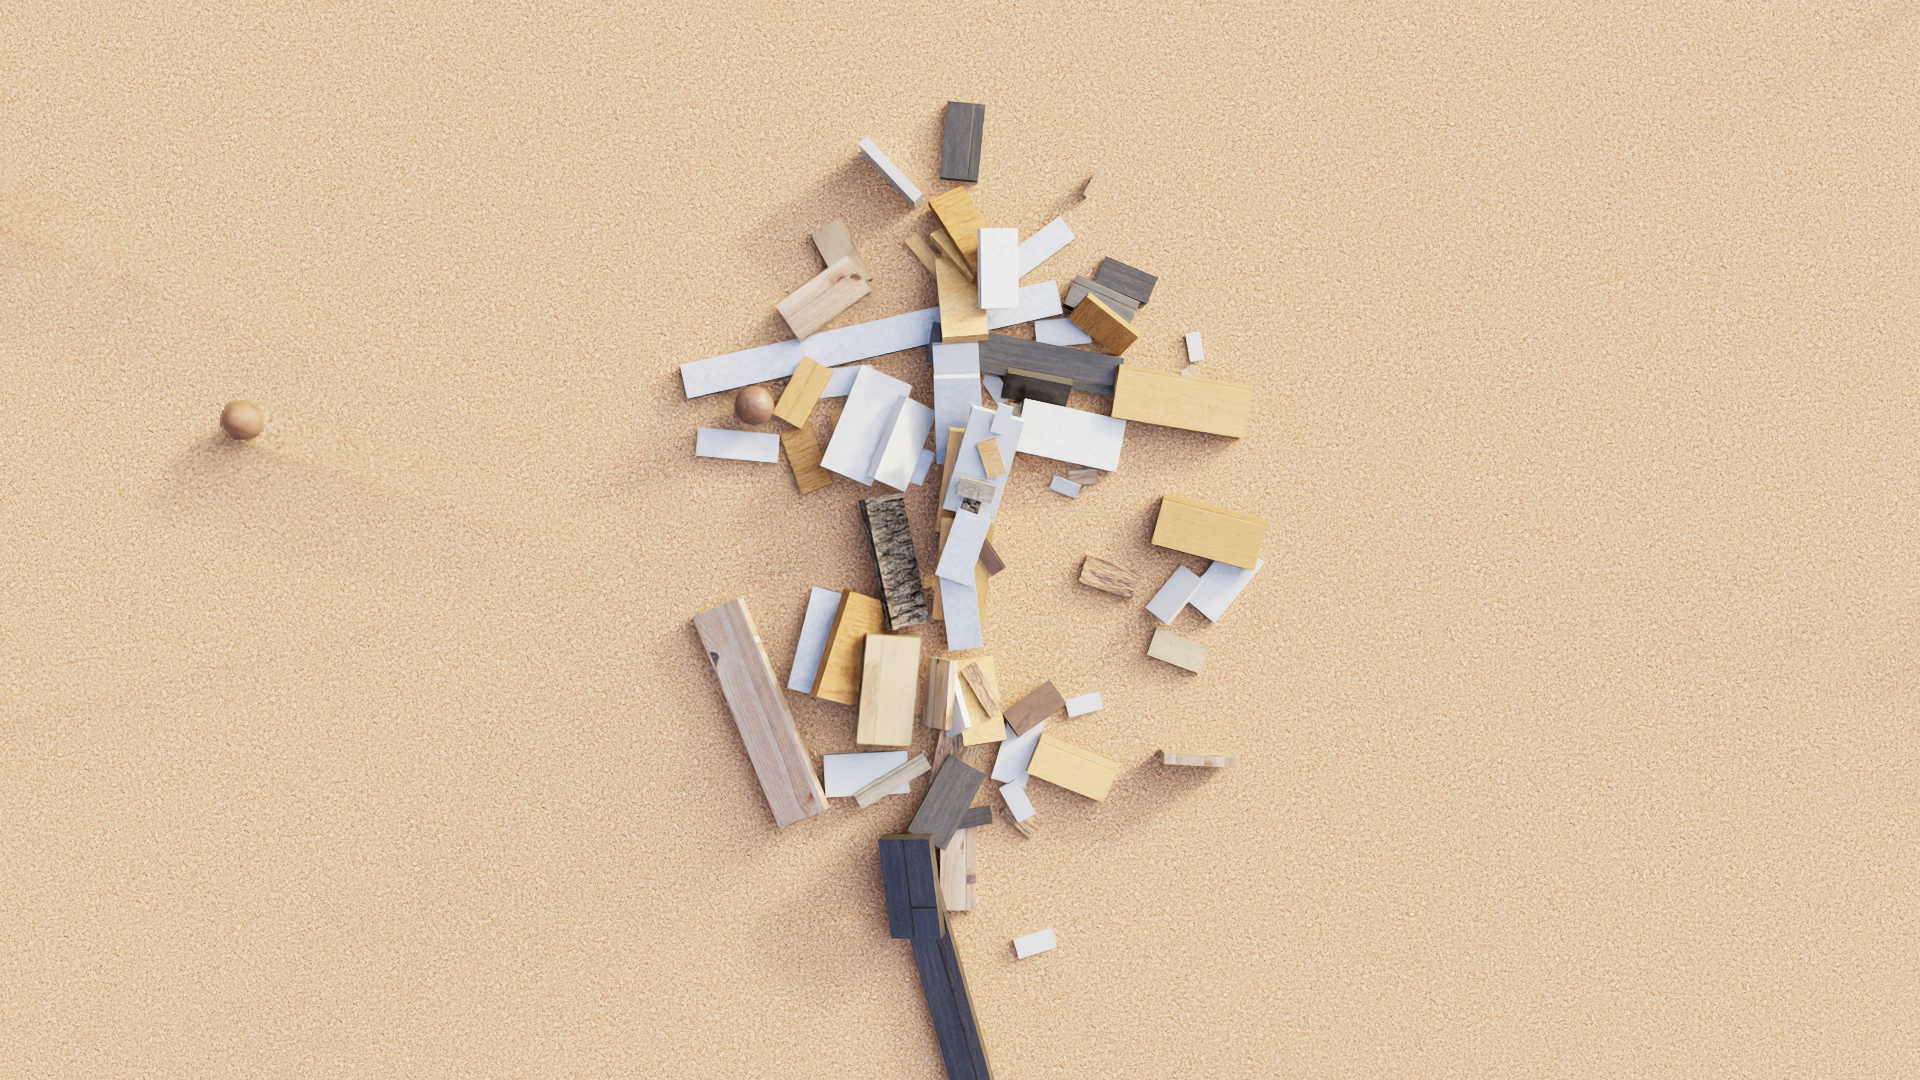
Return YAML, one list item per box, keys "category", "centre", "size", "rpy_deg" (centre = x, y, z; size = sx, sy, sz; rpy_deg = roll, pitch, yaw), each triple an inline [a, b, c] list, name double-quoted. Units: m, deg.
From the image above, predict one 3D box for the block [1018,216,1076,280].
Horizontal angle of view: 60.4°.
- category: "block"
  centre: [0.233, -0.949, 5.487]
  size: [0.307, 0.026, 0.090]
  rpy_deg: [-36, 90, 0]

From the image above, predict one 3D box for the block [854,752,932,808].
- category: "block"
  centre: [-0.223, 0.796, 5.452]
  size: [0.267, 0.017, 0.059]
  rpy_deg: [-31, 90, 0]

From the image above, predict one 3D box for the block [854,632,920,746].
- category: "block"
  centre: [-0.238, 0.491, 5.419]
  size: [0.180, 0.051, 0.359]
  rpy_deg: [5, 94, -14]

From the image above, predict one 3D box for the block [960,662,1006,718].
- category: "block"
  centre: [0.074, 0.493, 5.426]
  size: [0.057, 0.016, 0.187]
  rpy_deg: [-31, 81, -9]

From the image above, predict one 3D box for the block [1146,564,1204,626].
- category: "block"
  centre: [0.712, 0.182, 5.465]
  size: [0.094, 0.027, 0.187]
  rpy_deg: [40, 90, 30]

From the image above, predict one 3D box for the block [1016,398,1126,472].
- category: "block"
  centre: [0.362, -0.345, 5.454]
  size: [0.347, 0.049, 0.174]
  rpy_deg: [12, 90, -7]

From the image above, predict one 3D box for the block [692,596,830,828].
- category: "block"
  centre: [-0.659, 0.569, 5.456]
  size: [0.173, 0.049, 0.754]
  rpy_deg: [-22, 90, 13]

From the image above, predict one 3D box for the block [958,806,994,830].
- category: "block"
  centre: [0.046, 0.918, 5.458]
  size: [0.117, 0.017, 0.058]
  rpy_deg: [-10, 90, 0]

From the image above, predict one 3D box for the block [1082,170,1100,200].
- category: "block"
  centre: [0.436, -1.181, 5.476]
  size: [0.014, 0.048, 0.095]
  rpy_deg: [28, 90, 0]

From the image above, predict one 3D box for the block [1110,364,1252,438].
- category: "block"
  centre: [0.730, -0.458, 5.453]
  size: [0.446, 0.049, 0.174]
  rpy_deg: [9, 94, -4]

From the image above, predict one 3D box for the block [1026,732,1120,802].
- category: "block"
  centre: [0.372, 0.753, 5.463]
  size: [0.278, 0.039, 0.139]
  rpy_deg: [22, 89, -7]

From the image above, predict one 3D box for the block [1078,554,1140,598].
- category: "block"
  centre: [0.498, 0.123, 5.487]
  size: [0.187, 0.027, 0.094]
  rpy_deg: [18, 90, 0]

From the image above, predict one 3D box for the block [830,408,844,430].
- category: "block"
  centre: [-0.359, -0.334, 5.485]
  size: [0.109, 0.031, 0.218]
  rpy_deg: [-11, 90, 0]

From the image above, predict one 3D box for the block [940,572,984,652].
- category: "block"
  centre: [0.002, 0.217, 5.423]
  size: [0.113, 0.032, 0.288]
  rpy_deg: [-6, 104, 3]

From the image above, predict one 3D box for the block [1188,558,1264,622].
- category: "block"
  centre: [0.877, 0.133, 5.482]
  size: [0.130, 0.037, 0.261]
  rpy_deg: [40, 90, 0]

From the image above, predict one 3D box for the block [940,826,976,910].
- category: "block"
  centre: [-0.006, 1.063, 5.483]
  size: [0.118, 0.033, 0.328]
  rpy_deg: [0, 90, 0]

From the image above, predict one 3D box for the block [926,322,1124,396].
- category: "block"
  centre: [0.215, -0.596, 5.452]
  size: [0.643, 0.037, 0.131]
  rpy_deg: [10, 94, -4]

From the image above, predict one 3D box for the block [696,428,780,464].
- category: "block"
  centre: [-0.738, -0.315, 5.487]
  size: [0.272, 0.027, 0.094]
  rpy_deg: [5, 90, 0]

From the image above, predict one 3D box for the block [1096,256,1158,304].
- category: "block"
  centre: [0.553, -0.864, 5.487]
  size: [0.188, 0.027, 0.094]
  rpy_deg: [23, 90, 0]

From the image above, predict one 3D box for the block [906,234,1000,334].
- category: "block"
  centre: [0.015, -0.794, 5.493]
  size: [0.050, 0.014, 0.558]
  rpy_deg: [-40, 90, 0]

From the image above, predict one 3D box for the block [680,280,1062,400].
- category: "block"
  centre: [-0.294, -0.665, 5.475]
  size: [1.275, 0.032, 0.114]
  rpy_deg: [-13, 90, 1]

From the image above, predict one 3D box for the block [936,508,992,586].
- category: "block"
  centre: [0.010, 0.022, 5.347]
  size: [0.113, 0.032, 0.227]
  rpy_deg: [19, 99, -1]

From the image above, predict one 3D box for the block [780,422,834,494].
- category: "block"
  centre: [-0.509, -0.271, 5.485]
  size: [0.109, 0.031, 0.218]
  rpy_deg: [-21, 90, 0]

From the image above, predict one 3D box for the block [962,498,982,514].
- category: "block"
  centre: [0.039, -0.121, 5.347]
  size: [0.057, 0.016, 0.113]
  rpy_deg: [15, 107, -7]

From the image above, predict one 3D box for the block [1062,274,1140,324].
- category: "block"
  centre: [0.468, -0.782, 5.471]
  size: [0.228, 0.032, 0.114]
  rpy_deg: [24, 76, 0]

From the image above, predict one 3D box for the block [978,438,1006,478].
- category: "block"
  centre: [0.101, -0.263, 5.303]
  size: [0.060, 0.017, 0.121]
  rpy_deg: [-17, 108, 4]

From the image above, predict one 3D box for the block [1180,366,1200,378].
- category: "block"
  centre: [0.778, -0.532, 5.493]
  size: [0.048, 0.014, 0.095]
  rpy_deg: [-32, 90, 0]

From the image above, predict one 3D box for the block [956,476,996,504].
- category: "block"
  centre: [0.051, -0.161, 5.318]
  size: [0.121, 0.017, 0.060]
  rpy_deg: [14, 107, -6]

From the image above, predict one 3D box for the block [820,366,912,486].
- category: "block"
  centre: [-0.309, -0.376, 5.444]
  size: [0.180, 0.051, 0.359]
  rpy_deg: [22, 88, -4]

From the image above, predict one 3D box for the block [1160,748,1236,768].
- category: "block"
  centre: [0.785, 0.721, 5.441]
  size: [0.236, 0.118, 0.033]
  rpy_deg: [4, 90, 0]

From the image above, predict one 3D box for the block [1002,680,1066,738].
- category: "block"
  centre: [0.245, 0.559, 5.459]
  size: [0.195, 0.028, 0.098]
  rpy_deg: [-34, 80, -12]

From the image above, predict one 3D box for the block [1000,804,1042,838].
- category: "block"
  centre: [0.205, 0.926, 5.491]
  size: [0.131, 0.019, 0.066]
  rpy_deg: [40, 90, 0]

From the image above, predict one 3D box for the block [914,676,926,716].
- category: "block"
  centre: [-0.180, 0.541, 5.486]
  size: [0.098, 0.028, 0.195]
  rpy_deg: [34, 90, 0]

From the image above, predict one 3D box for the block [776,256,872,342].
- category: "block"
  centre: [-0.448, -0.795, 5.443]
  size: [0.287, 0.041, 0.144]
  rpy_deg: [-35, 86, 1]

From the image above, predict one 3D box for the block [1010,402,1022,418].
- category: "block"
  centre: [0.247, -0.397, 5.487]
  size: [0.180, 0.026, 0.090]
  rpy_deg: [9, 90, 0]

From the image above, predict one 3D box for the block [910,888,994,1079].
- category: "block"
  centre: [-0.066, 1.408, 5.461]
  size: [0.139, 0.039, 0.883]
  rpy_deg: [-16, 90, 17]

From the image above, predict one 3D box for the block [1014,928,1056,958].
- category: "block"
  centre: [0.250, 1.341, 5.491]
  size: [0.131, 0.019, 0.066]
  rpy_deg: [-17, 90, 0]

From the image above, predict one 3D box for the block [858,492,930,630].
- category: "block"
  centre: [-0.216, 0.069, 5.445]
  size: [0.144, 0.041, 0.439]
  rpy_deg: [-12, 90, -32]

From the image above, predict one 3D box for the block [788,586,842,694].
- category: "block"
  centre: [-0.444, 0.342, 5.476]
  size: [0.173, 0.049, 0.346]
  rpy_deg: [14, 90, 0]
